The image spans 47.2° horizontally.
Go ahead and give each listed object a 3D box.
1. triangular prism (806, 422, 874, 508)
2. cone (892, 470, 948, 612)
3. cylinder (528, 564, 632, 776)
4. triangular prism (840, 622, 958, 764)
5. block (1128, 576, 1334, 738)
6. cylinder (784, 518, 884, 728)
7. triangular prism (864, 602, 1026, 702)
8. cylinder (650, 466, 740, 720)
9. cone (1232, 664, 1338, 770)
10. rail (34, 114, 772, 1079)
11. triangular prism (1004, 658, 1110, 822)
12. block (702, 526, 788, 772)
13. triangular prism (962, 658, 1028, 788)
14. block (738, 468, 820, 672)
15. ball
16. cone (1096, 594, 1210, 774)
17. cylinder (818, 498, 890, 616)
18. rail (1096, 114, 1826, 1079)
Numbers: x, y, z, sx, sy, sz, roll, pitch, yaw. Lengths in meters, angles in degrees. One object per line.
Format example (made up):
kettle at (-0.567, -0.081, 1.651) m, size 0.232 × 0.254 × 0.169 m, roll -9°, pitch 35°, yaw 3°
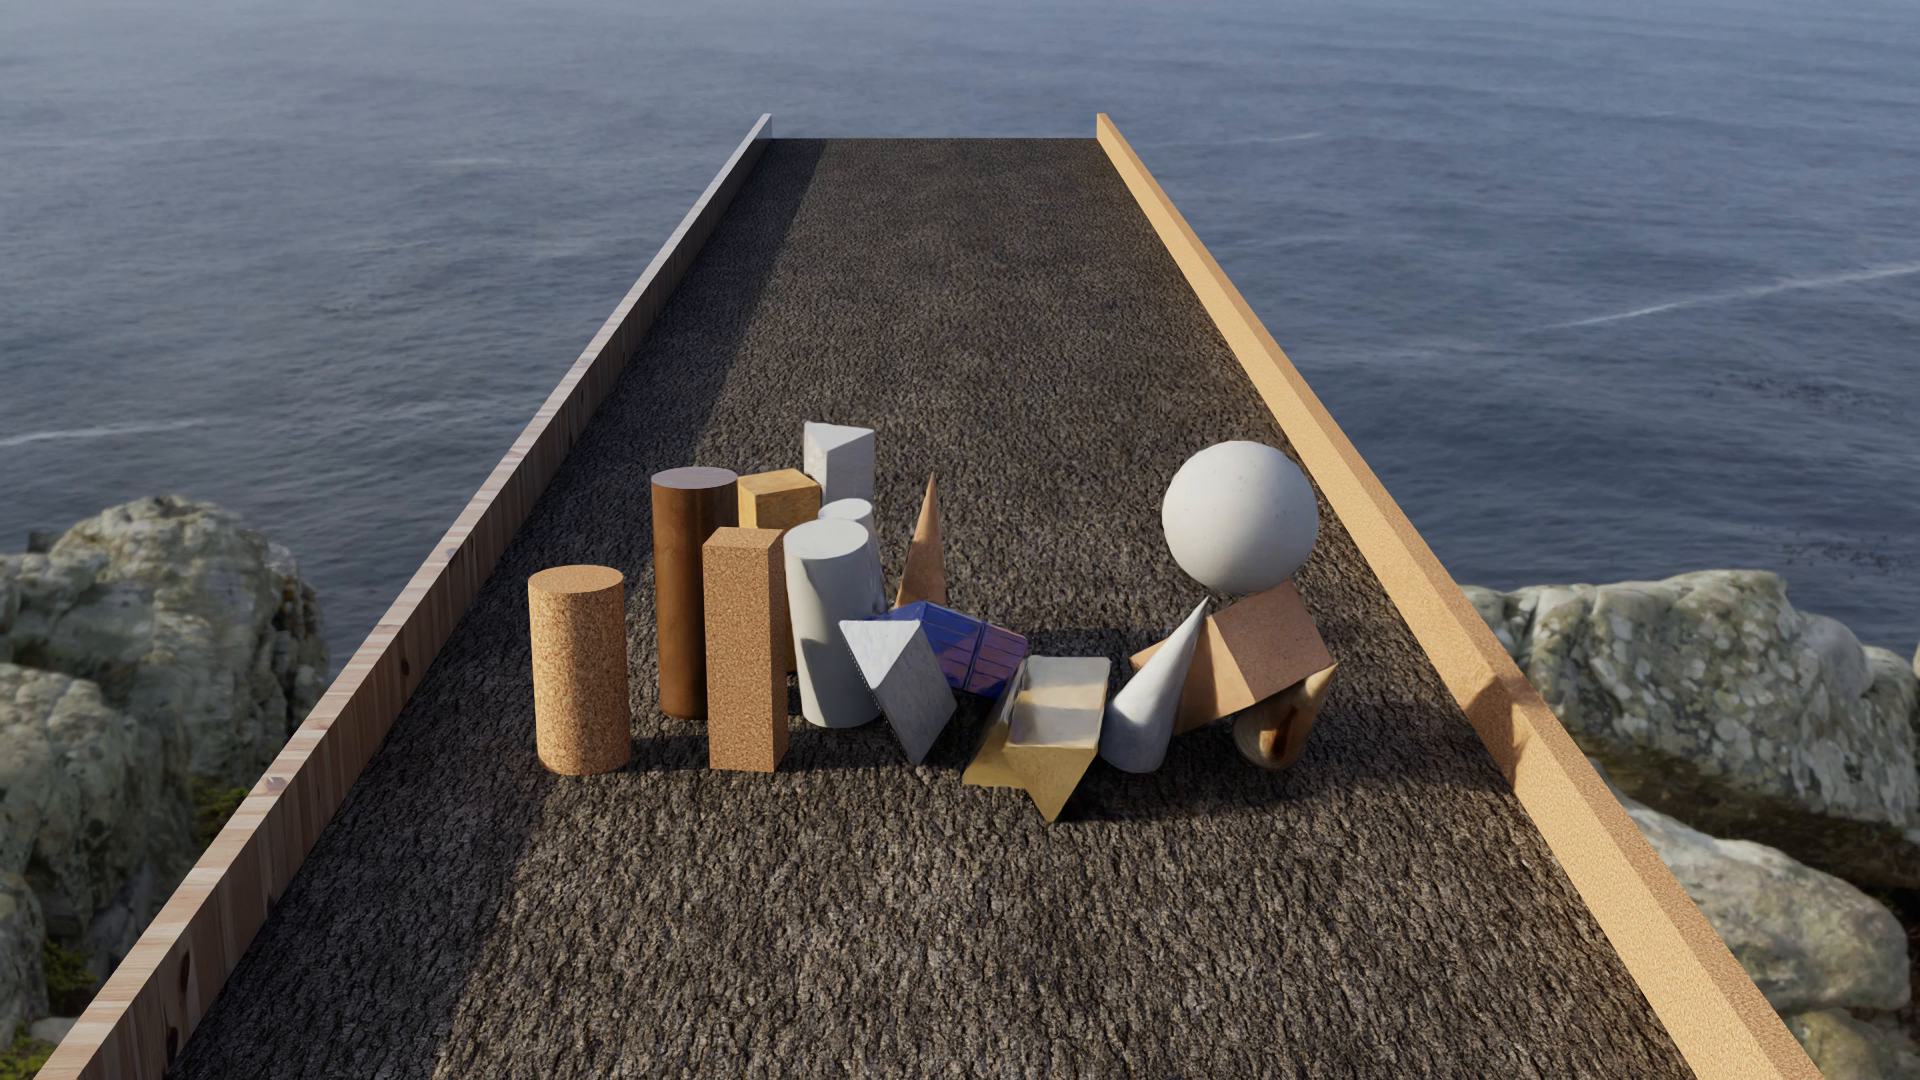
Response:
triangular prism at (-0.269, -0.009, 4.408) m, size 0.121 × 0.459 × 0.139 m, roll 24°, pitch 34°, yaw 35°
cone at (-0.068, 0.058, 4.246) m, size 0.153 × 0.428 × 0.153 m, roll 4°, pitch 26°, yaw -2°
cylinder at (-0.669, 0.228, 3.874) m, size 0.164 × 0.335 × 0.164 m, roll 0°, pitch 17°, yaw 0°
triangular prism at (-0.086, 0.239, 3.751) m, size 0.117 × 0.380 × 0.135 m, roll -28°, pitch 63°, yaw -3°
block at (0.467, 0.211, 3.859) m, size 0.163 × 0.163 × 0.396 m, roll -25°, pitch -5°, yaw -21°
cylinder at (-0.230, 0.154, 4.043) m, size 0.157 × 0.355 × 0.157 m, roll -4°, pitch 28°, yaw 2°
triangular prism at (-0.005, 0.187, 4.015) m, size 0.132 × 0.114 × 0.414 m, roll 48°, pitch 12°, yaw 27°
cylinder at (-0.488, 0.099, 4.109) m, size 0.159 × 0.447 × 0.159 m, roll 0°, pitch 17°, yaw 0°
cone at (0.582, 0.273, 3.740) m, size 0.133 × 0.133 × 0.339 m, roll -5°, pitch -24°, yaw -16°
rail at (-1.118, -0.838, 7.780) m, size 0.050 × 0.150 × 12.000 m, roll 0°, pitch 17°, yaw -1°
triangular prism at (0.193, 0.313, 3.831) m, size 0.132 × 0.152 × 0.447 m, roll -29°, pitch 11°, yaw 14°
block at (-0.375, 0.192, 3.861) m, size 0.115 × 0.410 × 0.115 m, roll 3°, pitch 17°, yaw 9°
triangular prism at (0.096, 0.320, 3.928) m, size 0.139 × 0.120 × 0.323 m, roll 3°, pitch 17°, yaw 9°
block at (-0.356, 0.063, 4.350) m, size 0.134 × 0.373 × 0.134 m, roll -10°, pitch 20°, yaw -24°
ball at (0.463, -0.038, 3.641) m, size 0.255 × 0.255 × 0.255 m, roll 0°, pitch 17°, yaw 0°
cone at (0.356, 0.223, 3.769) m, size 0.143 × 0.386 × 0.143 m, roll 13°, pitch 41°, yaw -12°
cylinder at (-0.189, 0.113, 4.160) m, size 0.102 × 0.378 × 0.102 m, roll -7°, pitch 26°, yaw 3°
rail at (0.932, -0.844, 7.801) m, size 0.050 × 0.150 × 12.000 m, roll 0°, pitch 17°, yaw -1°
